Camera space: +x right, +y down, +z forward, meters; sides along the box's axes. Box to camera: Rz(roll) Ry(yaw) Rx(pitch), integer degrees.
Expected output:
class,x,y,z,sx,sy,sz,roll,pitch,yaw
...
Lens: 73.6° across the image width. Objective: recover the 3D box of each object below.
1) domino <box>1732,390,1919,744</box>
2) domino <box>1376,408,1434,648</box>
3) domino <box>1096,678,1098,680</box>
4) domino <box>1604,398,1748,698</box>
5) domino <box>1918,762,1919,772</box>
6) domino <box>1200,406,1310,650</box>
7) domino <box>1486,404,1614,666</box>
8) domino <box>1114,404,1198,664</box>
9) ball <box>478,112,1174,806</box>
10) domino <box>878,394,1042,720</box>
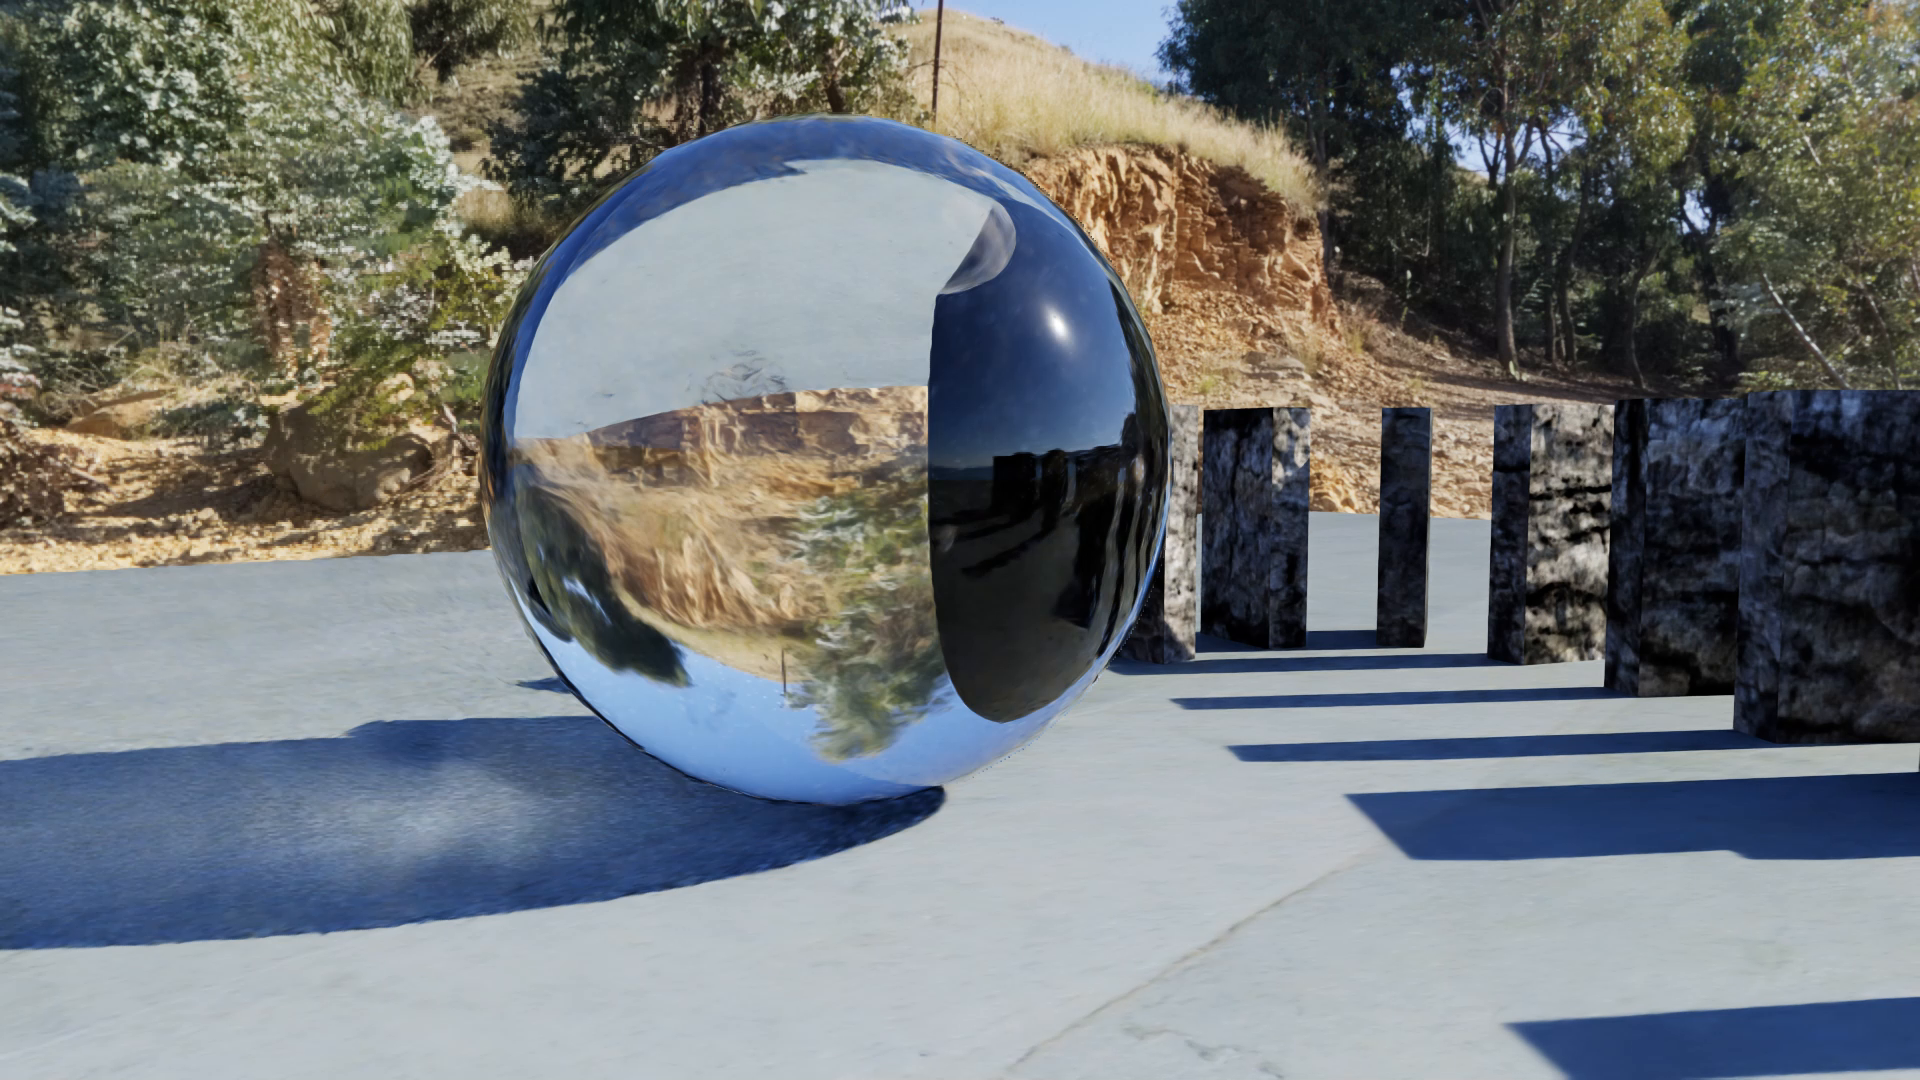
class,x,y,z,sx,sy,sz,roll,pitch,yaw
domino,0.128,0.004,0.186,0.025,0.050,0.010,0,4,-3
domino,0.097,-0.003,0.279,0.009,0.050,0.025,2,5,21
domino,0.012,0.000,0.232,0.025,0.050,0.010,3,5,34
domino,0.126,0.001,0.220,0.025,0.050,0.009,0,4,-6
domino,0.129,0.006,0.152,0.009,0.050,0.025,0,4,1
domino,0.063,-0.003,0.277,0.010,0.050,0.025,-2,5,-23
domino,0.118,-0.001,0.253,0.025,0.050,0.010,-2,5,-21
domino,0.035,-0.002,0.258,0.010,0.050,0.025,-4,6,-41
ball,-0.015,-0.009,0.153,0.080,0.080,0.080,0,4,0
domino,0.000,0.002,0.201,0.025,0.050,0.010,0,4,0
